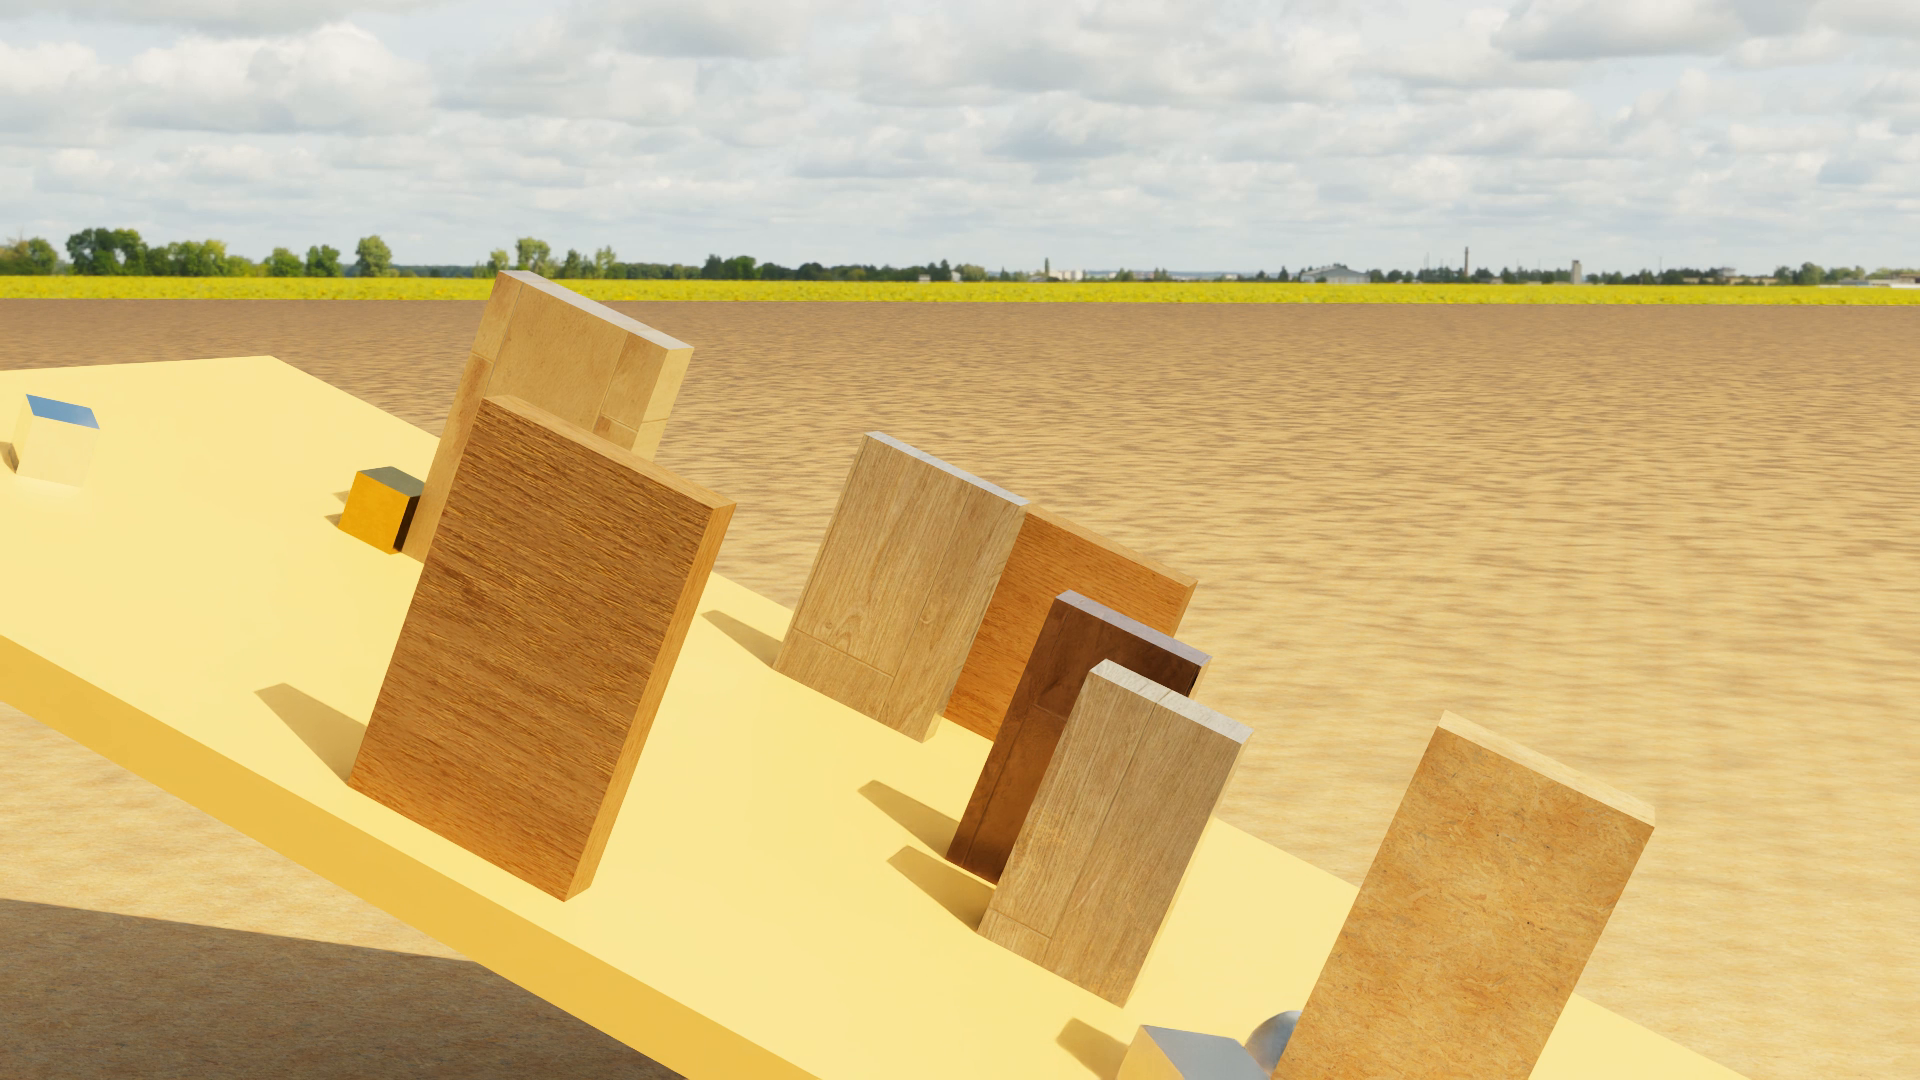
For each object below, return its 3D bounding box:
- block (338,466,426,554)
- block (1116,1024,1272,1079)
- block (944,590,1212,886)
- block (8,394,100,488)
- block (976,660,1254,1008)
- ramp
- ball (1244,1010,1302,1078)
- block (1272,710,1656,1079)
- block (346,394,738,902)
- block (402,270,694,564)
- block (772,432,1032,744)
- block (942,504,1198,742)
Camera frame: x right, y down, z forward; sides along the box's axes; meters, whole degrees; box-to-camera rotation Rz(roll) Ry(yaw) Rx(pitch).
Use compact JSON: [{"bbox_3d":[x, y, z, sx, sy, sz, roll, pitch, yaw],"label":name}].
[{"bbox_3d":[-1.184,-0.063,4.575,0.131,0.131,0.131,25,13,13],"label":"block"},{"bbox_3d":[0.347,0.858,3.269,0.181,0.181,0.181,15,15,-29],"label":"block"},{"bbox_3d":[0.217,0.405,4.066,0.294,0.547,0.107,25,13,13],"label":"block"},{"bbox_3d":[-1.731,-0.189,4.202,0.122,0.122,0.122,13,16,-34],"label":"block"},{"bbox_3d":[0.267,0.506,3.808,0.285,0.516,0.124,25,13,13],"label":"block"},{"bbox_3d":[-0.298,0.523,4.189,4.000,0.100,2.000,25,13,13],"label":"ramp"},{"bbox_3d":[0.551,0.861,3.547,0.203,0.203,0.203,0,7,0],"label":"ball"},{"bbox_3d":[0.703,0.677,3.256,0.327,0.776,0.125,25,13,13],"label":"block"},{"bbox_3d":[-0.645,0.164,3.357,0.403,0.661,0.088,25,13,13],"label":"block"},{"bbox_3d":[-0.847,-0.181,4.498,0.400,0.628,0.126,25,13,13],"label":"block"},{"bbox_3d":[-0.128,0.100,4.705,0.371,0.559,0.089,25,13,13],"label":"block"},{"bbox_3d":[0.233,0.238,4.865,0.409,0.505,0.111,25,13,13],"label":"block"}]
